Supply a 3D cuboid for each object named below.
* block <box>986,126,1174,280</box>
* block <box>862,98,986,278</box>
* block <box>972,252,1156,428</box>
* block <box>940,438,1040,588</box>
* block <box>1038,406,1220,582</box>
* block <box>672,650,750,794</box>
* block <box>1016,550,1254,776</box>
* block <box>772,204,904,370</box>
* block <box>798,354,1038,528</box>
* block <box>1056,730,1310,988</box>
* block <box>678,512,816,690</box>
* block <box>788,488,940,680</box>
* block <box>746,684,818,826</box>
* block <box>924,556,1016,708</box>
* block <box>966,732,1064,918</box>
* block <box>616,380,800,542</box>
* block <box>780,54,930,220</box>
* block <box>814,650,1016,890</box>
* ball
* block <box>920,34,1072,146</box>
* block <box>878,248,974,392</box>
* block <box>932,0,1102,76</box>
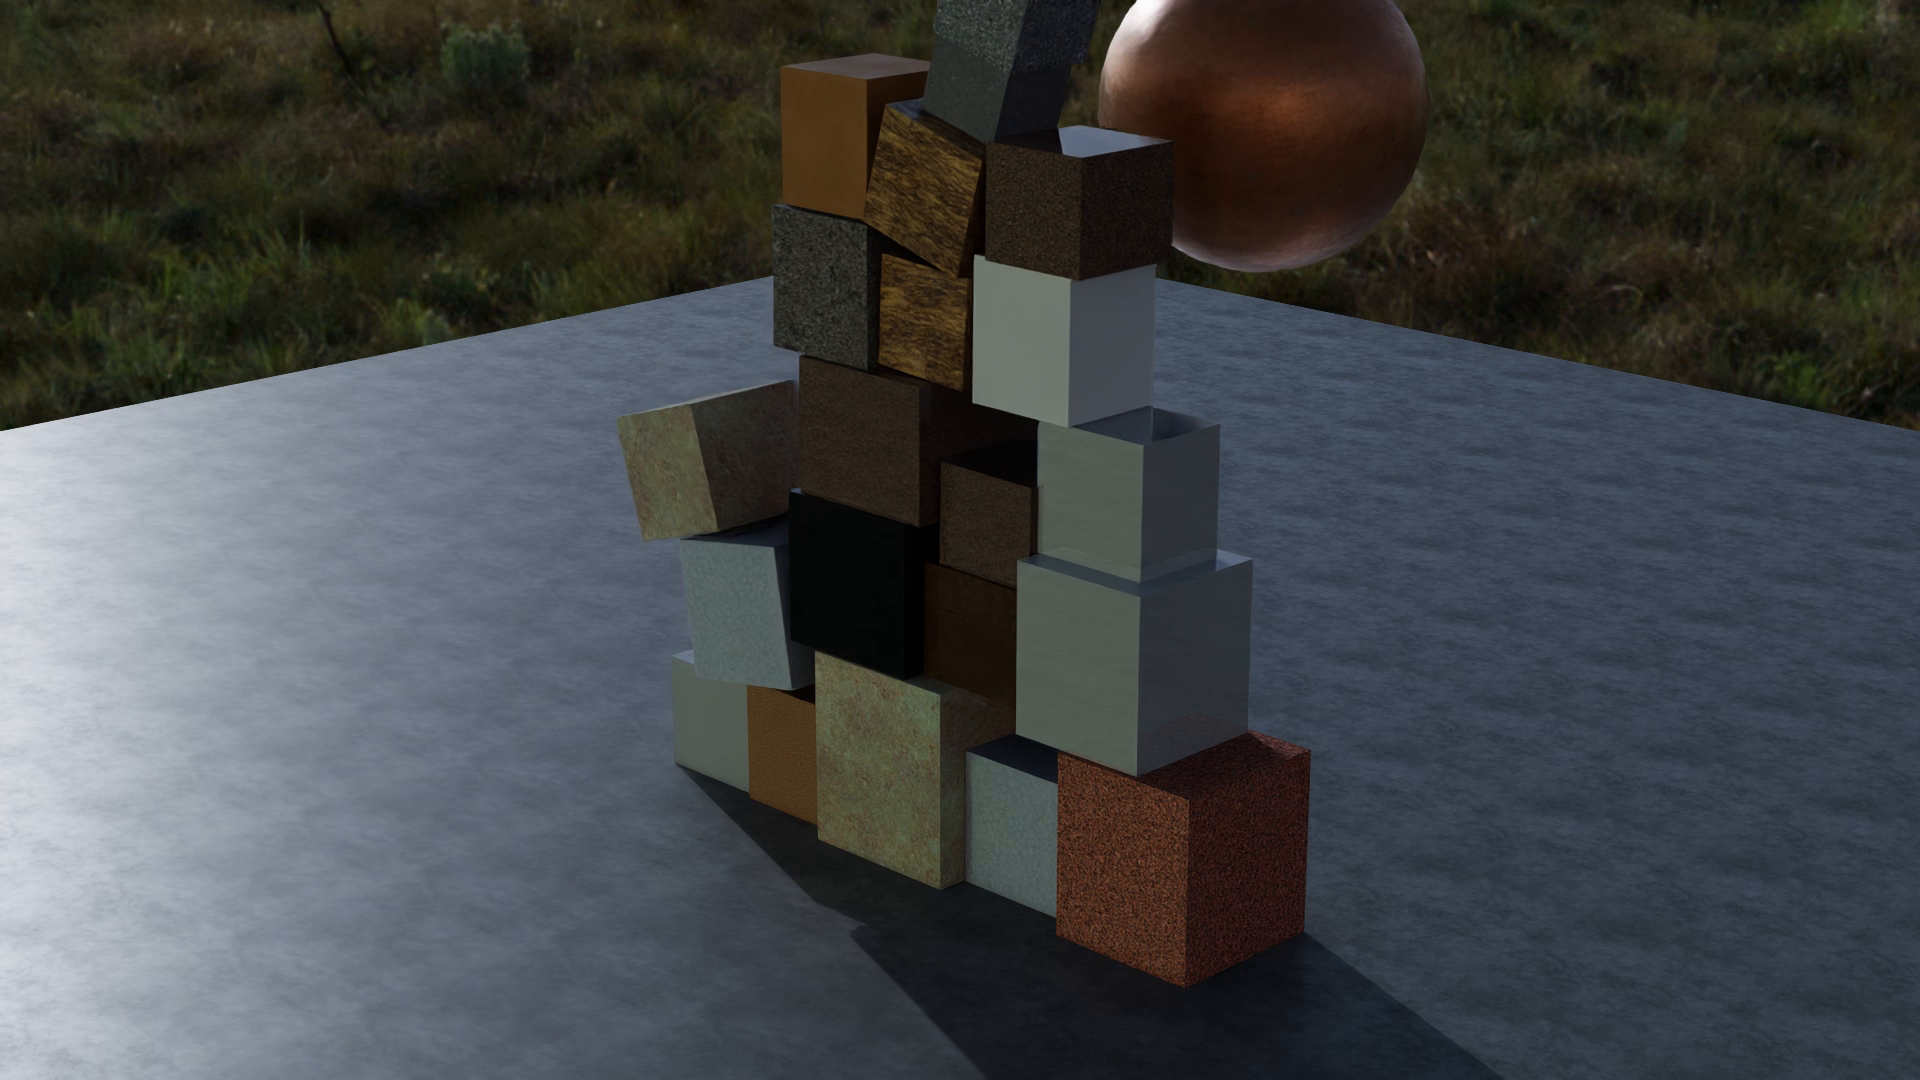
[{"bbox_3d":[0.502,-1.426,12.336,0.542,0.509,0.570,17,24,42],"label":"block"},{"bbox_3d":[0.051,-1.561,12.772,0.623,0.552,0.609,-17,41,-42],"label":"block"},{"bbox_3d":[0.446,-0.903,12.613,0.568,0.657,0.535,17,24,42],"label":"block"},{"bbox_3d":[0.295,-0.116,12.983,0.551,0.474,0.533,18,25,42],"label":"block"},{"bbox_3d":[0.719,-0.220,12.538,0.596,0.597,0.493,17,24,42],"label":"block"},{"bbox_3d":[-1.029,0.855,14.671,0.606,0.571,0.550,17,24,42],"label":"block"},{"bbox_3d":[0.751,0.464,12.687,0.703,0.797,0.730,17,24,42],"label":"block"},{"bbox_3d":[-0.394,-1.205,13.372,0.668,0.653,0.630,-16,24,-42],"label":"block"},{"bbox_3d":[-0.188,-0.525,13.368,0.757,0.640,0.782,-17,24,-42],"label":"block"},{"bbox_3d":[0.966,1.317,12.729,0.800,0.855,0.741,-17,24,-42],"label":"block"},{"bbox_3d":[-0.795,0.268,14.255,0.798,0.694,0.707,-17,15,-43],"label":"block"},{"bbox_3d":[-0.234,0.116,13.609,0.807,0.728,0.766,-17,24,-42],"label":"block"},{"bbox_3d":[-0.585,0.962,14.258,0.653,0.616,0.602,-17,24,-42],"label":"block"},{"bbox_3d":[0.281,0.358,13.164,0.617,0.539,0.638,-17,25,-42],"label":"block"},{"bbox_3d":[0.475,1.262,13.265,0.593,0.639,0.680,-17,24,-42],"label":"block"},{"bbox_3d":[-1.191,-0.390,14.447,0.660,0.627,0.603,-17,7,-43],"label":"block"},{"bbox_3d":[-0.403,-1.825,13.215,0.561,0.623,0.573,17,24,42],"label":"block"},{"bbox_3d":[-0.064,0.955,13.732,0.893,0.943,0.823,-17,24,-42],"label":"block"},{"bbox_3d":[1.467,-2.098,14.220,1.600,1.600,1.600,0,17,0],"label":"ball"},{"bbox_3d":[0.156,-1.950,12.557,0.390,0.355,0.444,-17,42,-43],"label":"block"},{"bbox_3d":[0.021,-1.009,12.980,0.531,0.506,0.534,-17,27,-42],"label":"block"},{"bbox_3d":[0.255,-2.284,12.364,0.467,0.442,0.480,-17,42,-43],"label":"block"}]
